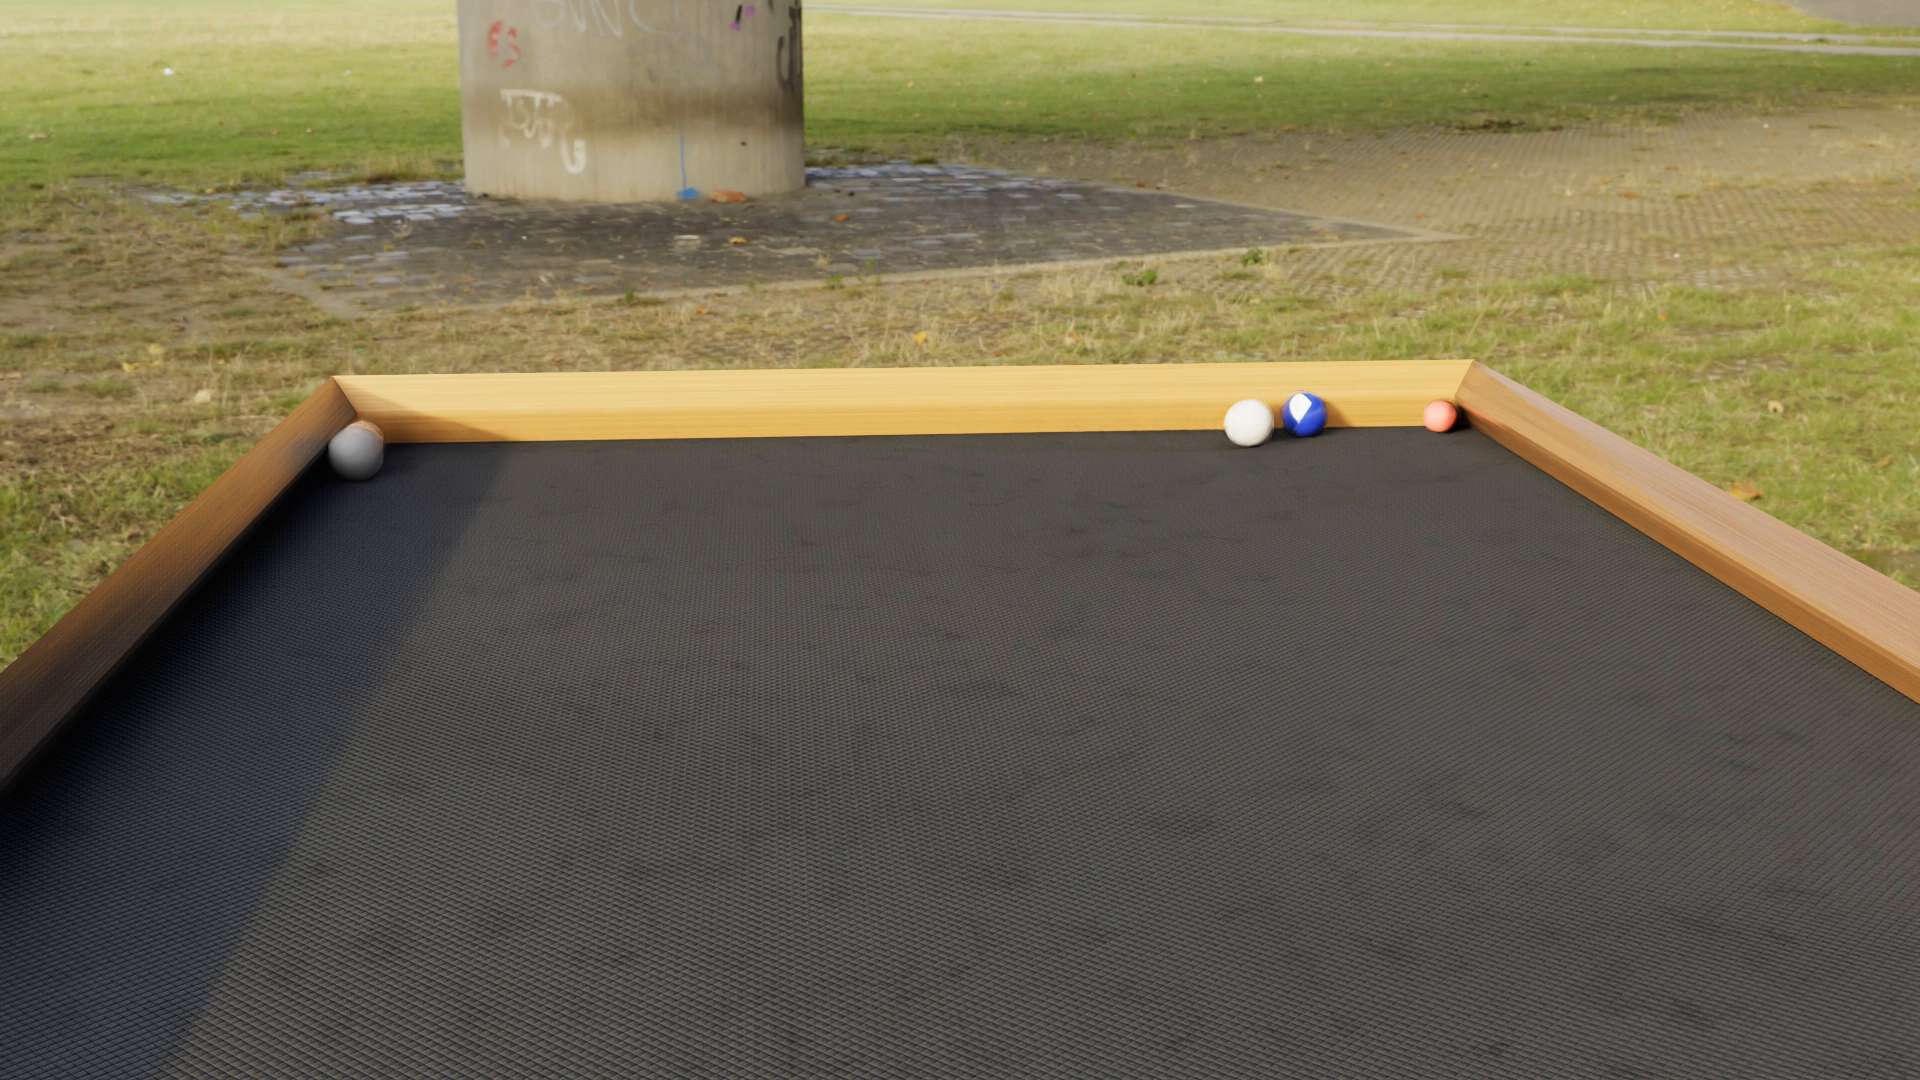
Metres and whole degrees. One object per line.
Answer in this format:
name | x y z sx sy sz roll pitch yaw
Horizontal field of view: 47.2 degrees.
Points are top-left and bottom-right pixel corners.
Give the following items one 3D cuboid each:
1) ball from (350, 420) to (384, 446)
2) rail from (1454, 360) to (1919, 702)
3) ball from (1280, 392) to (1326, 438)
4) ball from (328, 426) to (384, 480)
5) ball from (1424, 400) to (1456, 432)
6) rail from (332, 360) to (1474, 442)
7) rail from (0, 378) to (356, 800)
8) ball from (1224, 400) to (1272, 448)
ball | -0.959 -0.159 3.534 0.066 0.066 0.066 0 14 0
rail | 1.019 0.175 2.101 0.045 0.114 3.559 -1 14 -5
ball | 0.581 -0.212 3.724 0.076 0.076 0.076 0 14 0
ball | -0.932 -0.134 3.394 0.085 0.085 0.085 0 14 0
ball | 0.823 -0.212 3.766 0.055 0.055 0.055 0 14 0
rail | -0.074 -0.231 3.719 1.941 0.114 0.045 -1 14 -5
rail | -0.867 0.214 1.944 0.045 0.114 3.559 -1 14 -5
ball | 0.478 -0.193 3.643 0.079 0.079 0.079 0 14 0
